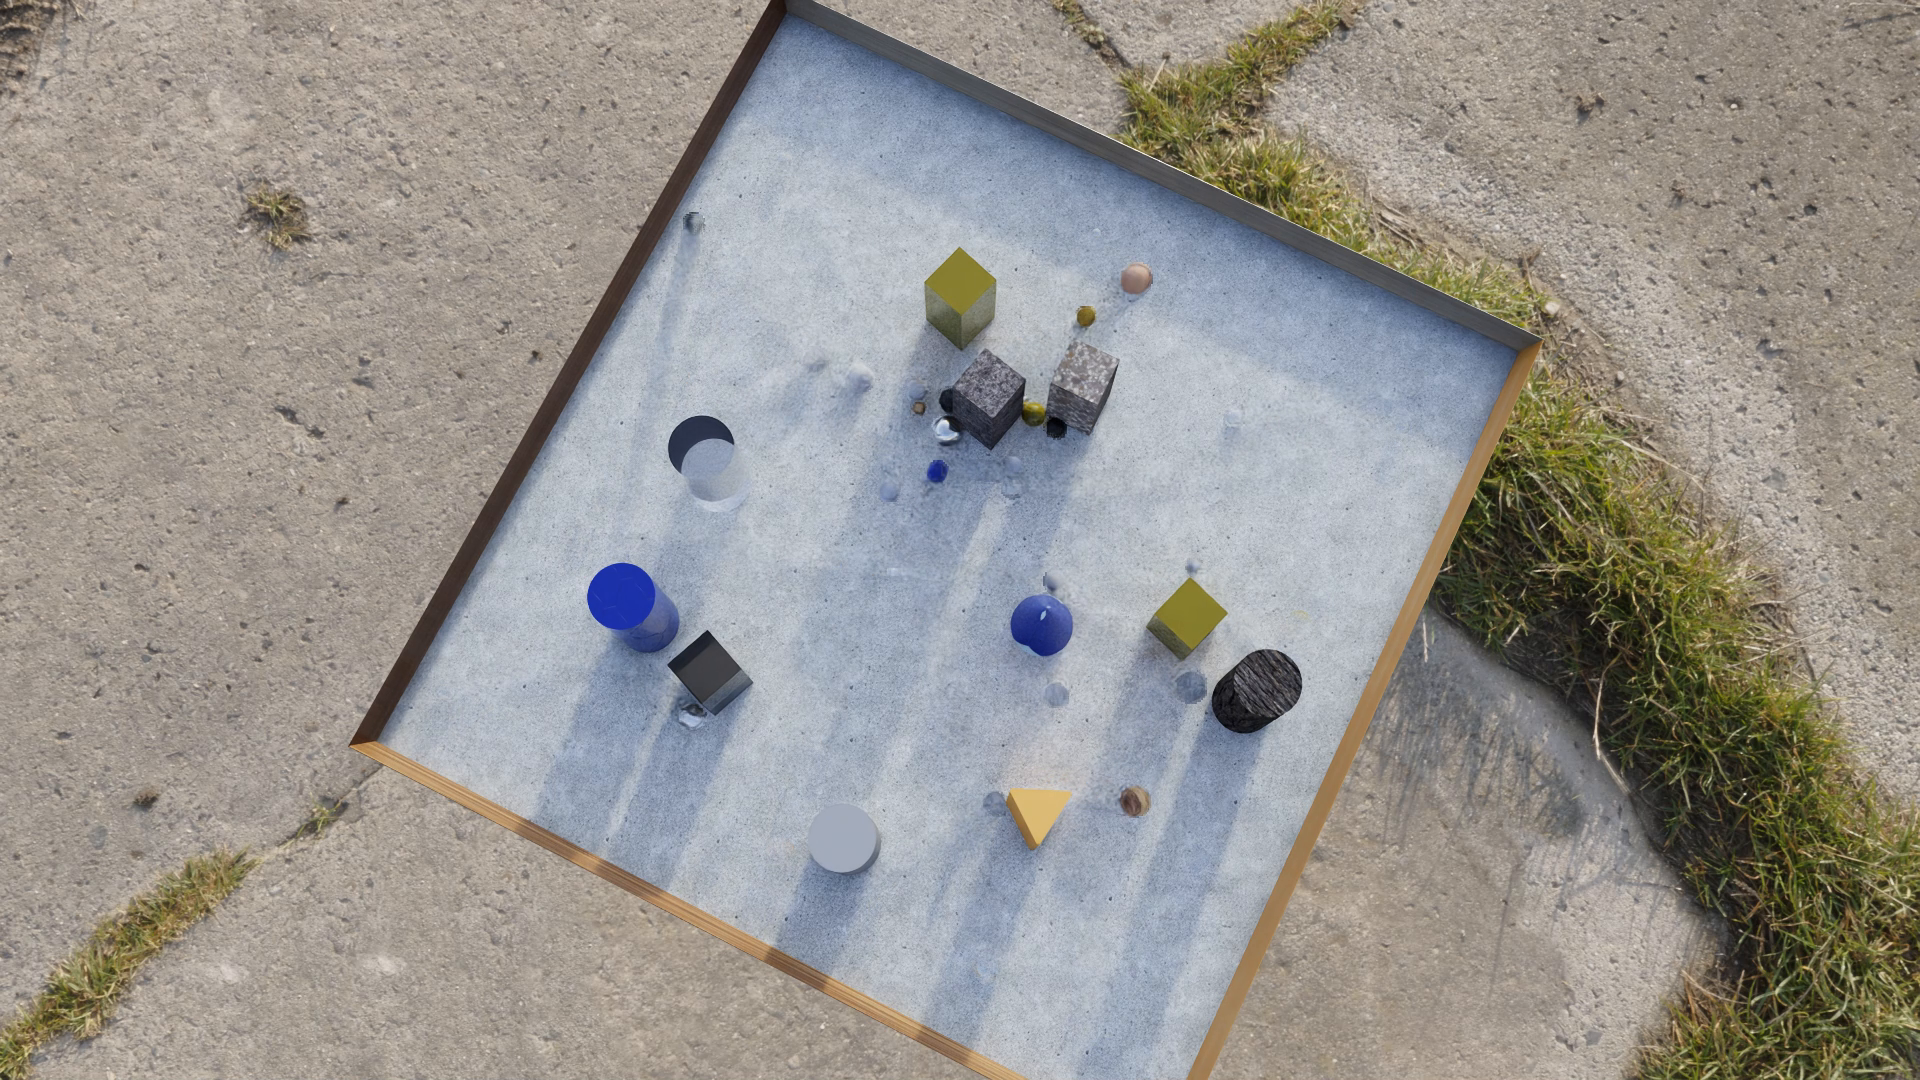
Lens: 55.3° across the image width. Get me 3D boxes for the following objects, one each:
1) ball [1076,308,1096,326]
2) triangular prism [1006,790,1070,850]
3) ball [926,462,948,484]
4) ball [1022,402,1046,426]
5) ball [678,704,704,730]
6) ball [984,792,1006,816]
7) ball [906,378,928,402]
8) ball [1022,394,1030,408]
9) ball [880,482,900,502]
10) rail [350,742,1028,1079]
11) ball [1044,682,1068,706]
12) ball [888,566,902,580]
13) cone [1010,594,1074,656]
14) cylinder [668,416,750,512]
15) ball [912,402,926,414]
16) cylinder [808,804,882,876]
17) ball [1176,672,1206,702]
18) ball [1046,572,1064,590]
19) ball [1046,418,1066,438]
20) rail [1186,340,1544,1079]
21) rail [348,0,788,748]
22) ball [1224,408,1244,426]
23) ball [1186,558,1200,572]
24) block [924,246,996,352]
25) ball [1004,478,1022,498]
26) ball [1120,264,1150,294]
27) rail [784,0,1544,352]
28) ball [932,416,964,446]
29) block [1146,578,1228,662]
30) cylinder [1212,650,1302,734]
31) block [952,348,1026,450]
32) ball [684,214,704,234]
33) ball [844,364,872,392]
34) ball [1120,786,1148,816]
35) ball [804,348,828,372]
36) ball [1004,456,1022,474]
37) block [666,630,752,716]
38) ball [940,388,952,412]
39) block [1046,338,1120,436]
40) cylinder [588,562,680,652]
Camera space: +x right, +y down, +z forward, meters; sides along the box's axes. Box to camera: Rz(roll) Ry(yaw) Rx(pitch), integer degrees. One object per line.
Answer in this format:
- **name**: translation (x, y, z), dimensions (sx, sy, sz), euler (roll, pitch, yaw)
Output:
- **ball**: translation (0.393, -0.697, 5.730), dimensions (0.060, 0.060, 0.060), euler (0, 78, 0)
- **triangular prism**: translation (0.198, 0.766, 5.216), dimensions (0.143, 0.473, 0.165), euler (33, 80, 6)
- **ball**: translation (-0.070, -0.206, 5.627), dimensions (0.063, 0.063, 0.063), euler (0, 78, 0)
- **ball**: translation (0.228, -0.387, 5.658), dimensions (0.075, 0.075, 0.075), euler (0, 78, 0)
- **ball**: translation (-0.802, 0.527, 5.467), dimensions (0.079, 0.079, 0.079), euler (0, 78, 0)
- **ball**: translation (0.102, 0.779, 5.421), dimensions (0.068, 0.068, 0.068), euler (0, 78, 0)
- **ball**: translation (-0.134, -0.464, 5.676), dimensions (0.071, 0.071, 0.071), euler (0, 78, 0)
- **ball**: translation (0.198, -0.430, 5.684), dimensions (0.041, 0.041, 0.041), euler (0, 78, 0)
- **ball**: translation (-0.215, -0.150, 5.616), dimensions (0.061, 0.061, 0.061), euler (0, 78, 0)
- **rail**: translation (-0.597, 1.176, 5.309), dimensions (2.650, 0.124, 0.045), euler (26, 80, 5)
- **ball**: translation (0.288, 0.463, 5.485), dimensions (0.070, 0.070, 0.070), euler (0, 78, 0)
- **ball**: translation (-0.197, 0.099, 5.575), dimensions (0.040, 0.040, 0.040), euler (0, 78, 0)
- **cone**: translation (0.249, 0.227, 5.411), dimensions (0.191, 0.311, 0.191), euler (0, 78, 0)
- **cylinder**: translation (-0.740, -0.222, 5.446), dimensions (0.191, 0.423, 0.191), euler (0, 78, 0)
- **ball**: translation (-0.128, -0.409, 5.680), dimensions (0.041, 0.041, 0.041), euler (0, 78, 0)
- **cylinder**: translation (-0.329, 0.864, 5.268), dimensions (0.191, 0.332, 0.191), euler (0, 78, 0)
- **ball**: translation (0.690, 0.439, 5.480), dimensions (0.089, 0.089, 0.089), euler (0, 78, 0)
- **ball**: translation (0.287, 0.125, 5.562), dimensions (0.056, 0.056, 0.056), euler (0, 78, 0)
- **ball**: translation (0.294, -0.346, 5.657), dimensions (0.062, 0.062, 0.062), euler (0, 78, 0)
- **rail**: translation (1.164, 0.576, 5.433), dimensions (0.045, 0.124, 2.718), euler (26, 80, 5)
- **rail**: translation (-1.164, -0.563, 5.669), dimensions (0.045, 0.124, 2.718), euler (26, 80, 5)
- **ball**: translation (0.848, -0.380, 5.664), dimensions (0.060, 0.060, 0.060), euler (0, 78, 0)
- **ball**: translation (0.712, 0.077, 5.579), dimensions (0.041, 0.041, 0.041), euler (0, 78, 0)
- **block**: translation (0.001, -0.731, 5.591), dimensions (0.152, 0.347, 0.152), euler (43, 81, 8)
- **ball**: translation (0.162, -0.161, 5.619), dimensions (0.060, 0.060, 0.060), euler (0, 78, 0)
- **ball**: translation (0.549, -0.816, 5.737), dimensions (0.094, 0.094, 0.094), euler (0, 78, 0)
- **rail**: translation (0.597, -1.163, 5.793), dimensions (2.650, 0.124, 0.045), euler (26, 80, 5)
- **ball**: translation (-0.037, -0.334, 5.628), dimensions (0.095, 0.095, 0.095), euler (0, 78, 0)
- **block**: translation (0.671, 0.238, 5.439), dimensions (0.152, 0.250, 0.152), euler (44, 82, 8)
- **cylinder**: translation (0.853, 0.442, 5.294), dimensions (0.191, 0.453, 0.191), euler (0, 78, 0)
- **block**: translation (0.085, -0.419, 5.513), dimensions (0.152, 0.373, 0.152), euler (39, 81, 7)
- **ball**: translation (-0.839, -0.998, 5.792), dimensions (0.060, 0.060, 0.060), euler (0, 78, 0)
- **ball**: translation (-0.314, -0.503, 5.676), dimensions (0.087, 0.087, 0.087), euler (0, 78, 0)
- **ball**: translation (0.515, 0.771, 5.414), dimensions (0.085, 0.085, 0.085), euler (0, 78, 0)
- **ball**: translation (-0.450, -0.558, 5.694), dimensions (0.075, 0.075, 0.075), euler (0, 78, 0)
- **ball**: translation (0.162, -0.230, 5.636), dimensions (0.054, 0.054, 0.054), euler (0, 78, 0)
- **block**: translation (-0.730, 0.393, 5.381), dimensions (0.152, 0.302, 0.152), euler (-41, 81, -8)
- **ball**: translation (-0.027, -0.431, 5.667), dimensions (0.075, 0.075, 0.075), euler (0, 78, 0)
- **block**: translation (0.366, -0.458, 5.530), dimensions (0.152, 0.355, 0.152), euler (26, 79, 5)
- **cylinder**: translation (-0.947, 0.203, 5.344), dimensions (0.191, 0.451, 0.191), euler (0, 78, 0)
